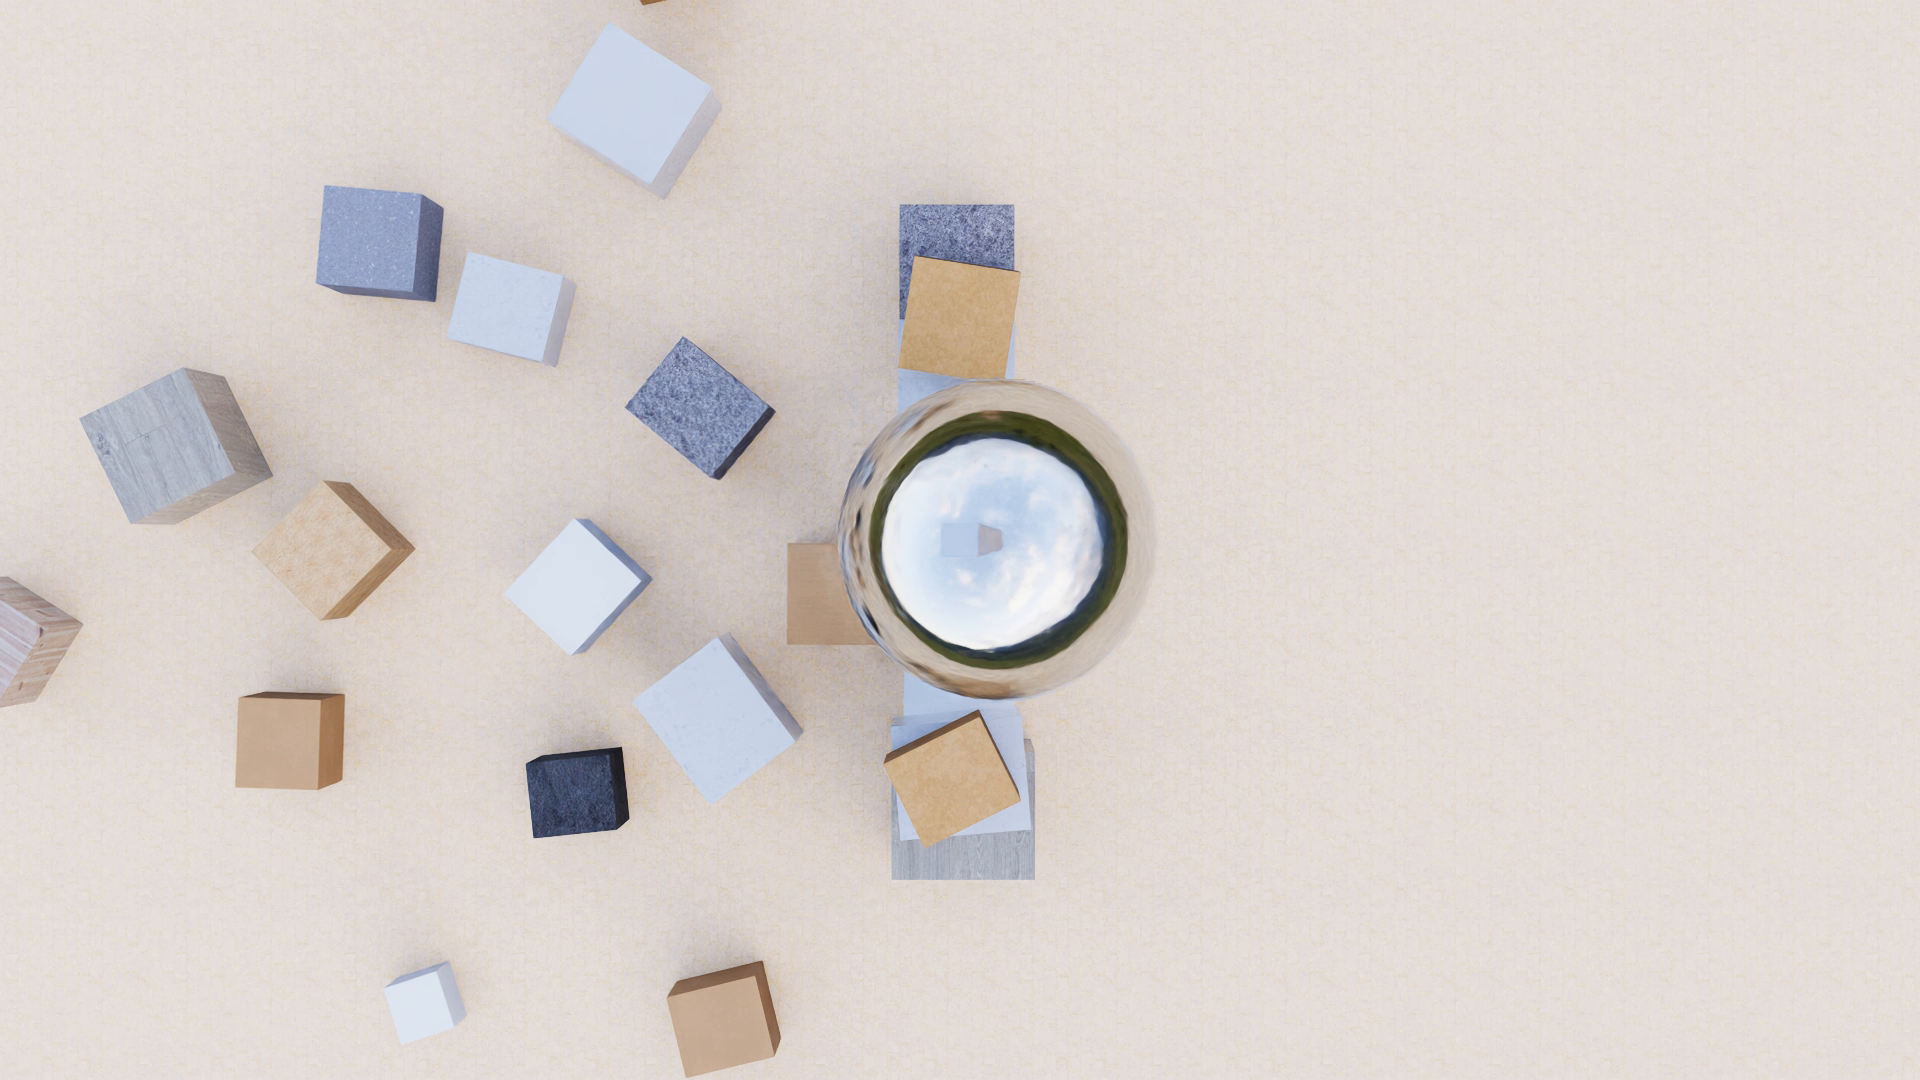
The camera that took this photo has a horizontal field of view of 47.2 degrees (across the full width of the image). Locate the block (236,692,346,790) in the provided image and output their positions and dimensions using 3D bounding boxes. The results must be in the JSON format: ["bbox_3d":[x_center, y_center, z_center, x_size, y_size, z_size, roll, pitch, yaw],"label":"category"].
[{"bbox_3d":[-3.877,1.159,12.750,0.469,0.500,0.513,2,90,0],"label":"block"}]

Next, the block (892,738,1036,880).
[{"bbox_3d":[0.018,1.529,12.589,0.795,0.821,0.707,0,90,0],"label":"block"}]

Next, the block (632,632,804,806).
[{"bbox_3d":[-1.381,1.017,12.668,0.595,0.665,0.735,-37,90,0],"label":"block"}]

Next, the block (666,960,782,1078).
[{"bbox_3d":[-1.365,2.776,12.766,0.521,0.469,0.474,-14,90,0],"label":"block"}]

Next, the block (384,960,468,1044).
[{"bbox_3d":[-3.118,2.698,12.836,0.320,0.328,0.342,-18,90,0],"label":"block"}]

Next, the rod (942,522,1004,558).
[{"bbox_3d":[0.081,0.000,7.559,0.080,5.200,0.080,0,90,2],"label":"rod"}]

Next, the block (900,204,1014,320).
[{"bbox_3d":[-0.017,-1.562,12.664,0.646,0.672,0.639,0,90,0],"label":"block"}]

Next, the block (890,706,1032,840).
[{"bbox_3d":[0.005,1.246,11.843,0.687,0.672,0.597,-5,90,0],"label":"block"}]

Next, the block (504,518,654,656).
[{"bbox_3d":[-2.199,0.268,12.741,0.519,0.518,0.586,43,90,0],"label":"block"}]

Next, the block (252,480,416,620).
[{"bbox_3d":[-3.614,0.060,12.718,0.554,0.563,0.572,45,90,0],"label":"block"}]

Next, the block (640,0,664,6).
[{"bbox_3d":[-1.642,-3.483,12.733,0.594,0.534,0.534,-12,90,0],"label":"block"}]

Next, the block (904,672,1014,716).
[{"bbox_3d":[-0.004,0.882,12.735,0.628,0.531,0.568,0,90,0],"label":"block"}]

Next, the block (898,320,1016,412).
[{"bbox_3d":[-0.021,-0.914,12.687,0.655,0.625,0.647,1,90,0],"label":"block"}]

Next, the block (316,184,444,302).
[{"bbox_3d":[-3.350,-1.709,12.727,0.553,0.546,0.558,5,90,0],"label":"block"}]

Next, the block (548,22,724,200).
[{"bbox_3d":[-1.866,-2.467,12.708,0.691,0.584,0.653,32,90,0],"label":"block"}]

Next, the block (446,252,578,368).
[{"bbox_3d":[-2.596,-1.332,12.773,0.560,0.454,0.507,14,90,0],"label":"block"}]

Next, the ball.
[{"bbox_3d":[0.187,0.000,10.958,1.600,1.600,1.600,0,90,0],"label":"ball"}]

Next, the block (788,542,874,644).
[{"bbox_3d":[-0.667,0.303,12.703,0.616,0.595,0.575,0,90,0],"label":"block"}]

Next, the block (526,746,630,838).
[{"bbox_3d":[-2.213,1.461,12.757,0.479,0.487,0.430,-6,90,0],"label":"block"}]

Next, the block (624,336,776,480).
[{"bbox_3d":[-1.494,-0.756,12.740,0.630,0.521,0.527,39,90,0],"label":"block"}]

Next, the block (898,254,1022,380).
[{"bbox_3d":[-0.004,-1.217,12.082,0.580,0.493,0.606,9,98,-1],"label":"block"}]

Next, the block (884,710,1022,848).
[{"bbox_3d":[-0.040,1.213,11.244,0.538,0.526,0.469,-26,90,0],"label":"block"}]

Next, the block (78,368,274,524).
[{"bbox_3d":[-4.496,-0.529,12.655,0.652,0.690,0.658,-26,90,0],"label":"block"}]

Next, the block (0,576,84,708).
[{"bbox_3d":[-5.547,0.585,12.722,0.532,0.557,0.541,32,90,0],"label":"block"}]
